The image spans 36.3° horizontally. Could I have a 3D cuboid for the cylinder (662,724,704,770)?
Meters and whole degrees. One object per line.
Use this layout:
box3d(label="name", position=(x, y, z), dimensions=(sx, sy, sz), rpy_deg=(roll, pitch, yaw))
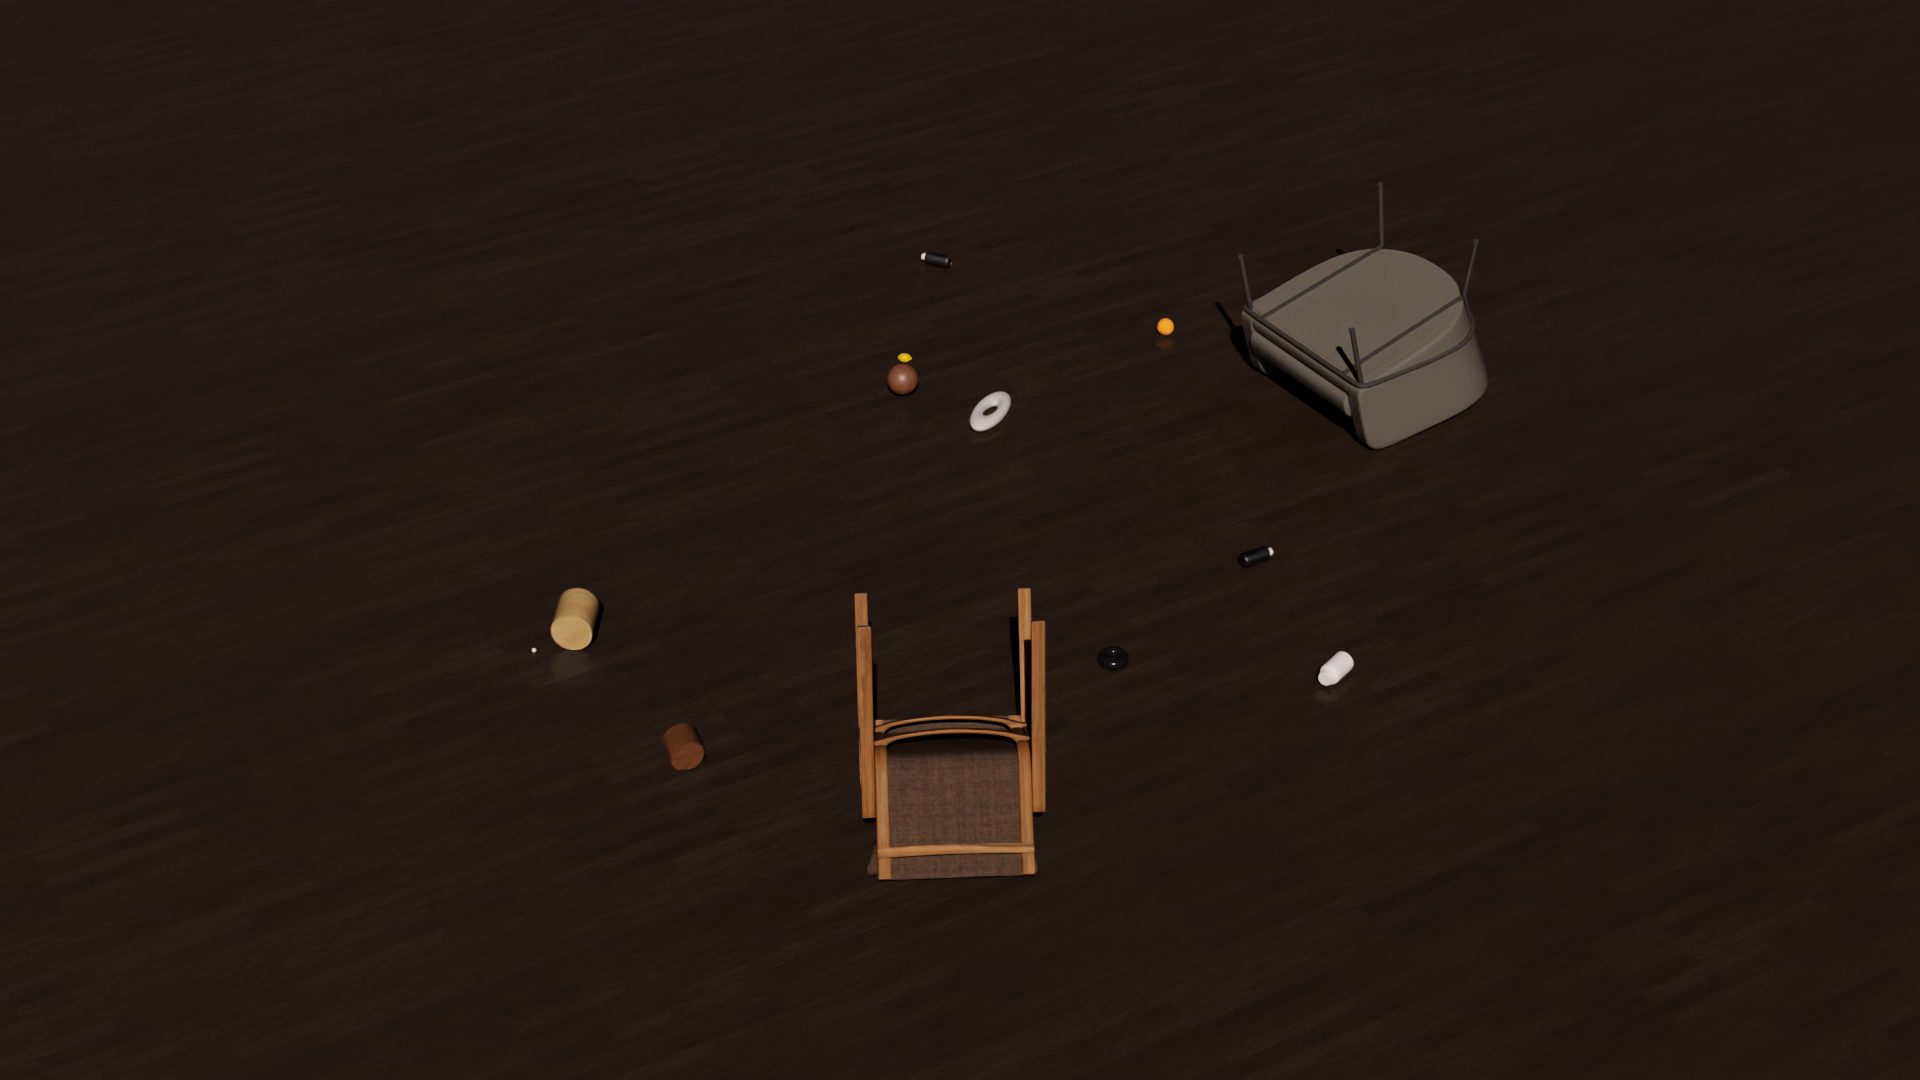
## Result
box3d(label="cylinder", position=(-0.924, 0.691, 9.797), dimensions=(0.119, 0.108, 0.113), rpy_deg=(-31, 38, -1))

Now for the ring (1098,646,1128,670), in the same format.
box3d(label="ring", position=(0.538, 0.414, 10.283), dimensions=(0.110, 0.038, 0.113), rpy_deg=(8, 35, 13))

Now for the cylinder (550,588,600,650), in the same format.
box3d(label="cylinder", position=(-1.362, 0.279, 10.384), dimensions=(0.147, 0.153, 0.170), rpy_deg=(-23, 29, 17))

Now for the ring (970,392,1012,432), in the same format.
box3d(label="ring", position=(0.122, -0.513, 11.681), dimensions=(0.133, 0.047, 0.309), rpy_deg=(11, 35, 18))
